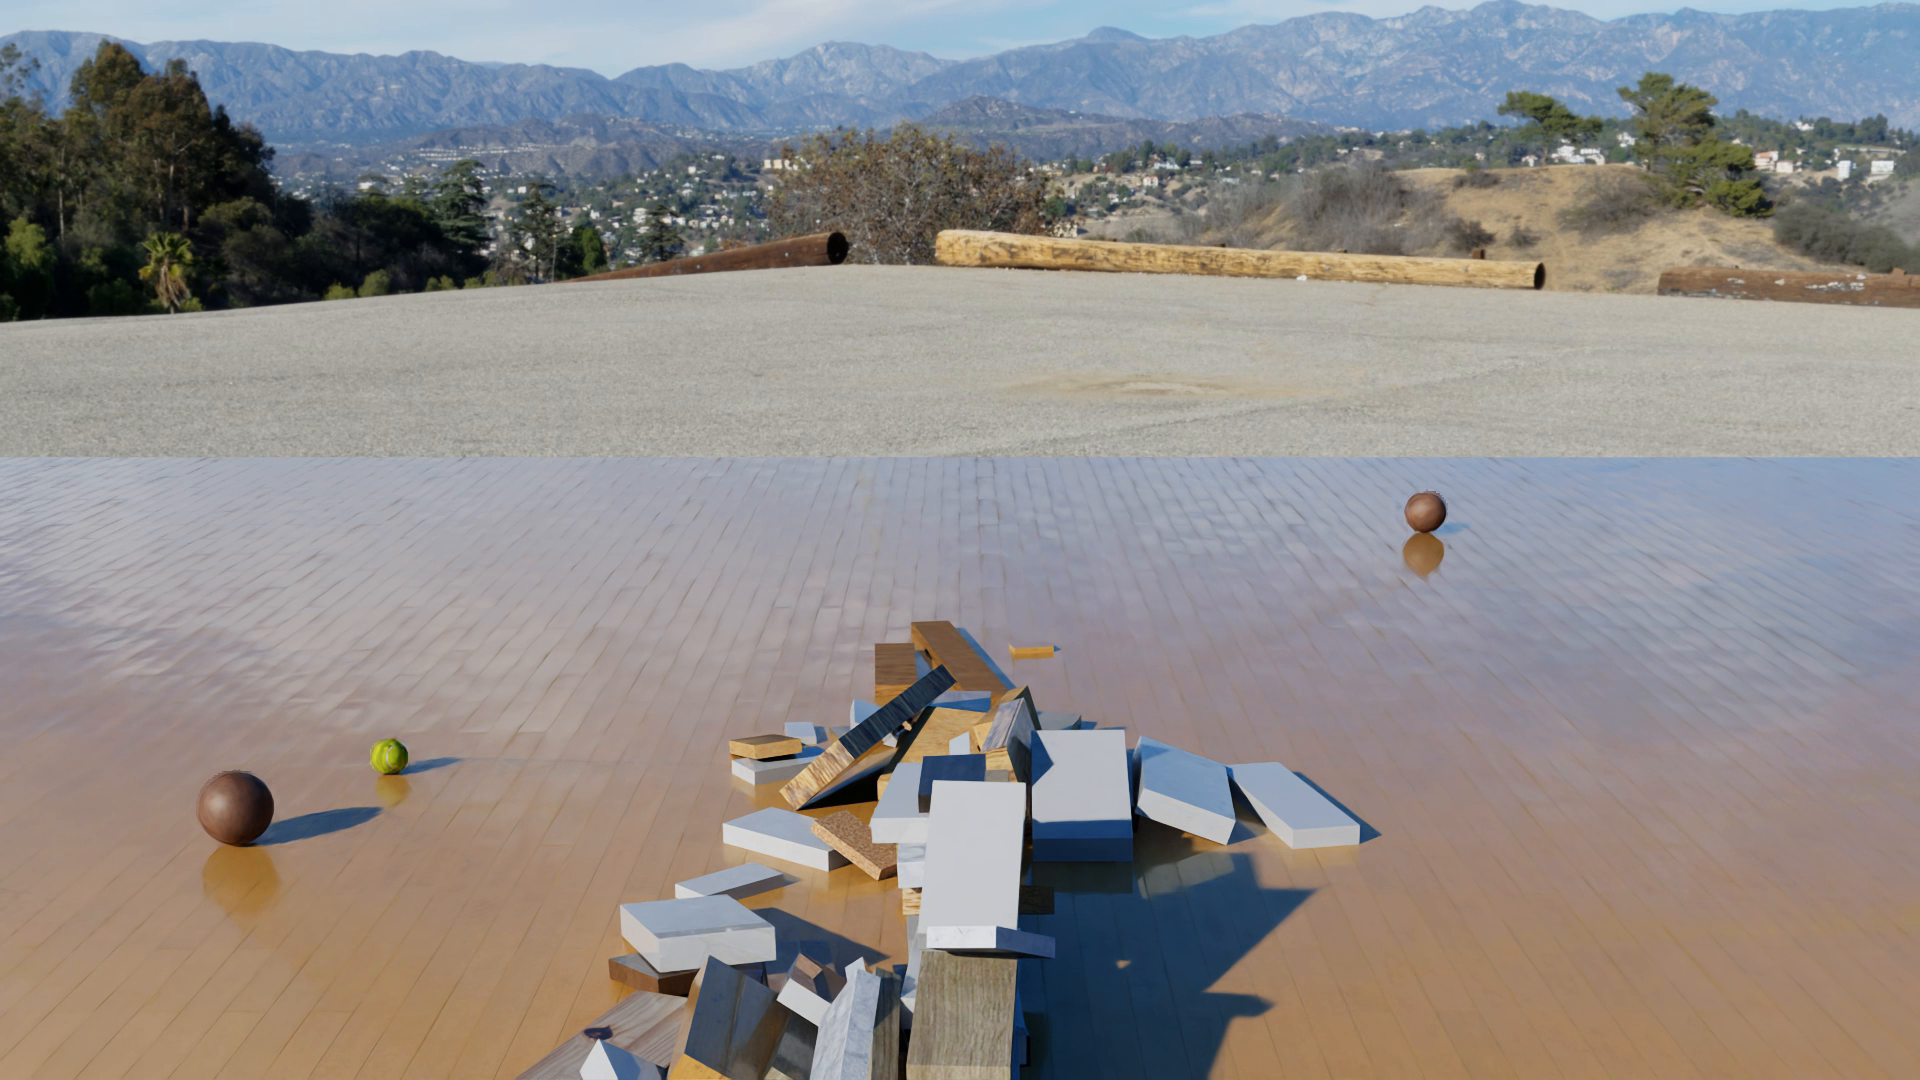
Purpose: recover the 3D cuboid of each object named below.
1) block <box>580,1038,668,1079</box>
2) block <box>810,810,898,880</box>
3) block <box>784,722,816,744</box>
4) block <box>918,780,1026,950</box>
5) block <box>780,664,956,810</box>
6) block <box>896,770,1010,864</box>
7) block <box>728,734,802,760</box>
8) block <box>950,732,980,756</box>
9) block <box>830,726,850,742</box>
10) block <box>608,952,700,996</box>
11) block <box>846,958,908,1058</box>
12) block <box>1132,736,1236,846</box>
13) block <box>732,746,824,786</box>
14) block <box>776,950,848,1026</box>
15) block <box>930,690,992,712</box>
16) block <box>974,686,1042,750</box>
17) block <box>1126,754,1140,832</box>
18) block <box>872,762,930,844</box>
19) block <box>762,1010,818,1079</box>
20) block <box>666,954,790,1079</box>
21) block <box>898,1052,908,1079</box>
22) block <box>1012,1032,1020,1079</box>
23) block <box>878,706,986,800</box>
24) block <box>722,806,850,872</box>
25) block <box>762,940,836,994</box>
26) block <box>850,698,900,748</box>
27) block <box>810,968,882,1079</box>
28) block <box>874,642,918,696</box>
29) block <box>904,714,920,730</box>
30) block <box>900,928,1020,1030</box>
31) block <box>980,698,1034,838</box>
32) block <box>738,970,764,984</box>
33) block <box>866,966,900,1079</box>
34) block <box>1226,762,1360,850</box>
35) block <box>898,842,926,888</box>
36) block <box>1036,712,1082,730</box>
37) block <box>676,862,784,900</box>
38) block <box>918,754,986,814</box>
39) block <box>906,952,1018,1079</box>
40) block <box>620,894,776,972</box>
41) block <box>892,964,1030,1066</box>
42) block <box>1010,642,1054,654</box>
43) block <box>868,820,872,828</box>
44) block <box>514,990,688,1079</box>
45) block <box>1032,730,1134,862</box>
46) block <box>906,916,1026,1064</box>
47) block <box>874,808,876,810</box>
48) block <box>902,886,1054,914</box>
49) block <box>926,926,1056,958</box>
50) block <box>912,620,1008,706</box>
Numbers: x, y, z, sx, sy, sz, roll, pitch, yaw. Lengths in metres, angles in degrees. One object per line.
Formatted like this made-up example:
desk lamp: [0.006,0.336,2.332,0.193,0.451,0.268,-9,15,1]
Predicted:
block: [-0.344,0.715,2.641,0.167,0.047,0.334,31,-1,-22]
block: [-0.170,0.526,3.800,0.164,0.023,0.082,31,26,31]
block: [-0.335,0.406,4.616,0.059,0.017,0.117,-2,11,-8]
block: [0.019,0.448,3.040,0.132,0.037,0.264,1,44,5]
block: [-0.172,0.380,4.303,0.171,0.048,0.498,-42,-5,26]
block: [-0.007,0.436,3.425,0.165,0.047,0.330,-3,13,2]
block: [-0.392,0.415,4.423,0.096,0.027,0.192,-7,1,-21]
block: [0.032,0.456,3.989,0.041,0.144,0.287,-26,10,4]
block: [-0.230,0.411,4.586,0.058,0.017,0.117,-3,11,-17]
block: [-0.434,0.636,3.240,0.102,0.029,0.203,-6,2,-29]
block: [-0.112,0.641,2.973,0.029,0.102,0.203,-32,8,-2]
block: [0.411,0.460,4.081,0.174,0.049,0.347,19,11,0]
block: [-0.345,0.447,4.365,0.192,0.027,0.096,-7,12,-32]
block: [-0.186,0.631,3.037,0.118,0.034,0.263,32,-3,1]
block: [-0.003,0.365,4.573,0.132,0.037,0.264,0,11,1]
block: [0.103,0.392,4.326,0.041,0.144,0.287,-16,6,18]
block: [0.257,0.473,4.163,0.174,0.049,0.347,1,11,7]
block: [-0.046,0.389,3.274,0.132,0.037,0.264,-2,11,7]
block: [-0.187,0.687,2.867,0.118,0.034,0.237,32,8,-2]
block: [-0.286,0.668,2.901,0.167,0.047,0.334,31,8,-6]
block: [-0.011,0.708,2.684,0.149,0.042,0.299,1,11,3]
block: [0.008,0.709,2.502,0.122,0.035,0.463,0,22,1]
block: [-0.041,0.414,4.224,0.144,0.041,0.322,6,23,15]
block: [-0.286,0.529,3.900,0.252,0.036,0.126,8,13,38]
block: [-0.239,0.648,3.278,0.102,0.029,0.203,-2,11,-9]
block: [-0.180,0.384,4.625,0.096,0.027,0.193,17,9,-6]
block: [-0.150,0.658,2.709,0.034,0.118,0.237,24,37,-12]
block: [-0.151,0.302,5.147,0.096,0.027,0.410,0,11,-2]
block: [-0.111,0.378,4.669,0.059,0.017,0.117,25,9,13]
block: [0.004,0.579,2.921,0.144,0.041,0.287,1,8,3]
block: [0.106,0.422,4.089,0.048,0.171,0.342,-17,8,10]
block: [-0.335,0.666,3.196,0.082,0.023,0.164,0,11,0]
block: [-0.117,0.658,2.737,0.035,0.122,0.245,23,25,-11]
block: [0.606,0.491,4.103,0.126,0.036,0.410,-2,11,-12]
block: [-0.022,0.440,3.203,0.132,0.037,0.264,-3,11,0]
block: [0.189,0.401,4.614,0.096,0.027,0.193,3,11,14]
block: [-0.385,0.577,3.675,0.164,0.023,0.082,-10,14,-42]
block: [-0.010,0.359,3.251,0.095,0.027,0.190,-3,11,2]
block: [0.005,0.589,2.706,0.122,0.035,0.245,1,22,3]
block: [-0.402,0.594,3.338,0.171,0.048,0.342,-3,0,-18]
block: [-0.002,0.649,3.014,0.149,0.042,0.299,-1,8,-8]
block: [0.175,0.264,5.384,0.099,0.014,0.050,-3,11,-14]
block: [-0.120,0.502,4.014,0.068,0.019,0.137,-2,20,12]
block: [-0.443,0.698,2.956,0.167,0.047,0.334,4,11,21]
block: [0.217,0.457,3.968,0.174,0.049,0.347,-1,27,2]
block: [0.003,0.608,3.008,0.144,0.041,0.481,0,8,-2]
block: [-0.093,0.498,4.112,0.068,0.019,0.137,6,12,30]
block: [0.031,0.528,3.224,0.144,0.041,0.287,-4,-11,17]
block: [0.042,0.518,2.829,0.095,0.027,0.190,-5,-16,25]
block: [-0.004,0.288,5.221,0.096,0.027,0.763,-2,11,-11]
